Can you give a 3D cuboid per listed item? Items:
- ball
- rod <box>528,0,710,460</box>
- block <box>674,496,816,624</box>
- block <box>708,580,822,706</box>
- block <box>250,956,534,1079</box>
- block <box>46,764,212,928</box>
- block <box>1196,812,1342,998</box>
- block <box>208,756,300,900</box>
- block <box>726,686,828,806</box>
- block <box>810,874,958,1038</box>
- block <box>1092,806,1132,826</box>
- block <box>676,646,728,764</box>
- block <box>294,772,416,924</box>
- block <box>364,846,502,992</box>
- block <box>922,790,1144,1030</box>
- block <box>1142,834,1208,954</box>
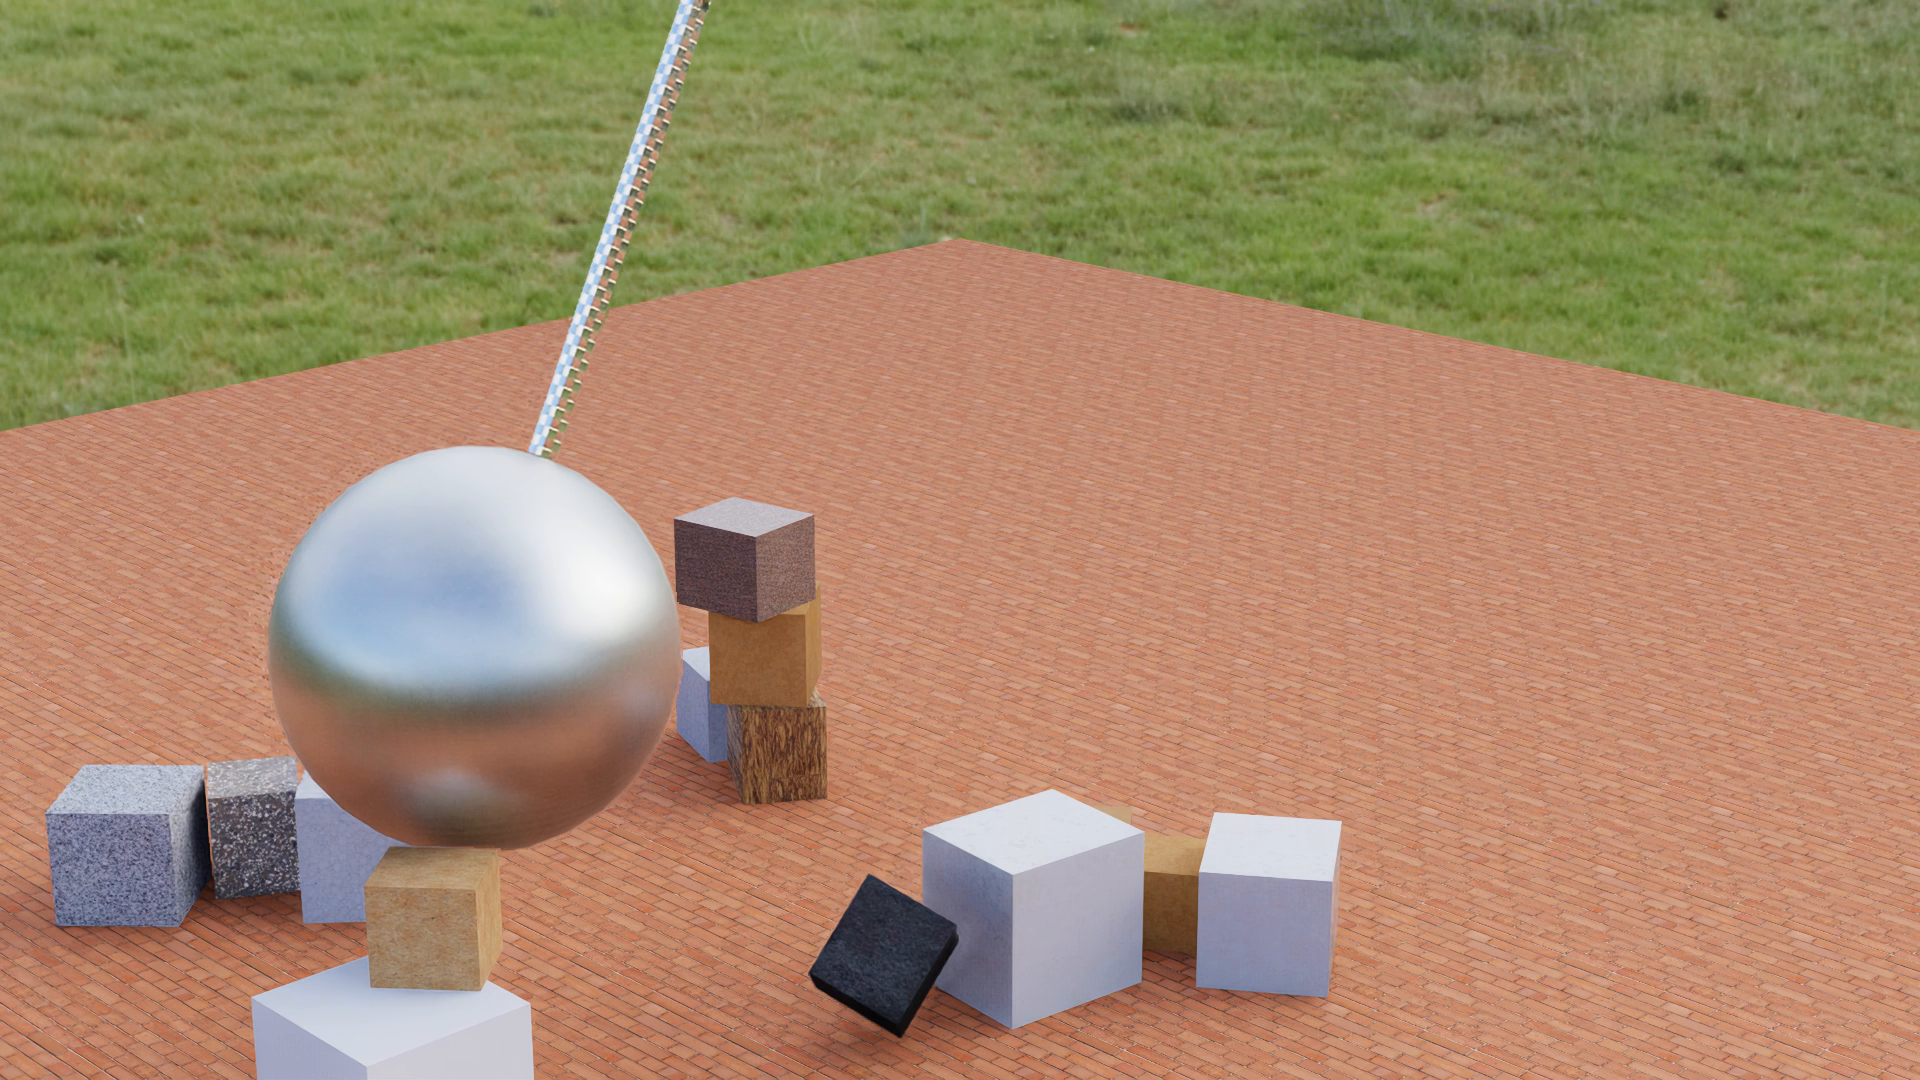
[{"bbox_3d":[-1.895,0.428,11.490,1.600,1.600,1.600,0,17,0],"label":"ball"},{"bbox_3d":[-0.821,-2.796,11.602,0.080,5.200,0.080,17,-3,42],"label":"rod"},{"bbox_3d":[-1.038,0.091,14.168,0.510,0.430,0.444,12,21,34],"label":"block"},{"bbox_3d":[-0.951,0.498,14.379,0.471,0.472,0.525,2,18,5],"label":"block"},{"bbox_3d":[-2.095,2.004,10.878,0.707,0.654,0.760,-16,24,-42],"label":"block"},{"bbox_3d":[-3.708,1.363,13.112,0.542,0.537,0.569,0,17,1],"label":"block"},{"bbox_3d":[1.324,1.551,12.529,0.552,0.528,0.647,3,18,10],"label":"block"},{"bbox_3d":[-3.209,1.307,13.373,0.396,0.489,0.442,-4,18,-13],"label":"block"},{"bbox_3d":[-0.907,0.974,14.448,0.414,0.479,0.503,-4,18,-13],"label":"block"},{"bbox_3d":[-0.300,1.673,11.764,0.406,0.455,0.465,30,-14,9],"label":"block"},{"bbox_3d":[0.601,1.418,13.294,0.343,0.324,0.327,2,18,5],"label":"block"},{"bbox_3d":[-1.170,0.822,14.991,0.426,0.443,0.481,-8,19,-24],"label":"block"},{"bbox_3d":[-2.601,1.323,13.146,0.637,0.594,0.549,-1,17,-4],"label":"block"},{"bbox_3d":[-1.967,1.415,10.979,0.416,0.410,0.367,1,17,4],"label":"block"},{"bbox_3d":[0.305,1.537,12.308,0.707,0.687,0.597,-13,22,-36],"label":"block"},{"bbox_3d":[0.909,1.543,12.826,0.352,0.365,0.402,4,18,12],"label":"block"}]
